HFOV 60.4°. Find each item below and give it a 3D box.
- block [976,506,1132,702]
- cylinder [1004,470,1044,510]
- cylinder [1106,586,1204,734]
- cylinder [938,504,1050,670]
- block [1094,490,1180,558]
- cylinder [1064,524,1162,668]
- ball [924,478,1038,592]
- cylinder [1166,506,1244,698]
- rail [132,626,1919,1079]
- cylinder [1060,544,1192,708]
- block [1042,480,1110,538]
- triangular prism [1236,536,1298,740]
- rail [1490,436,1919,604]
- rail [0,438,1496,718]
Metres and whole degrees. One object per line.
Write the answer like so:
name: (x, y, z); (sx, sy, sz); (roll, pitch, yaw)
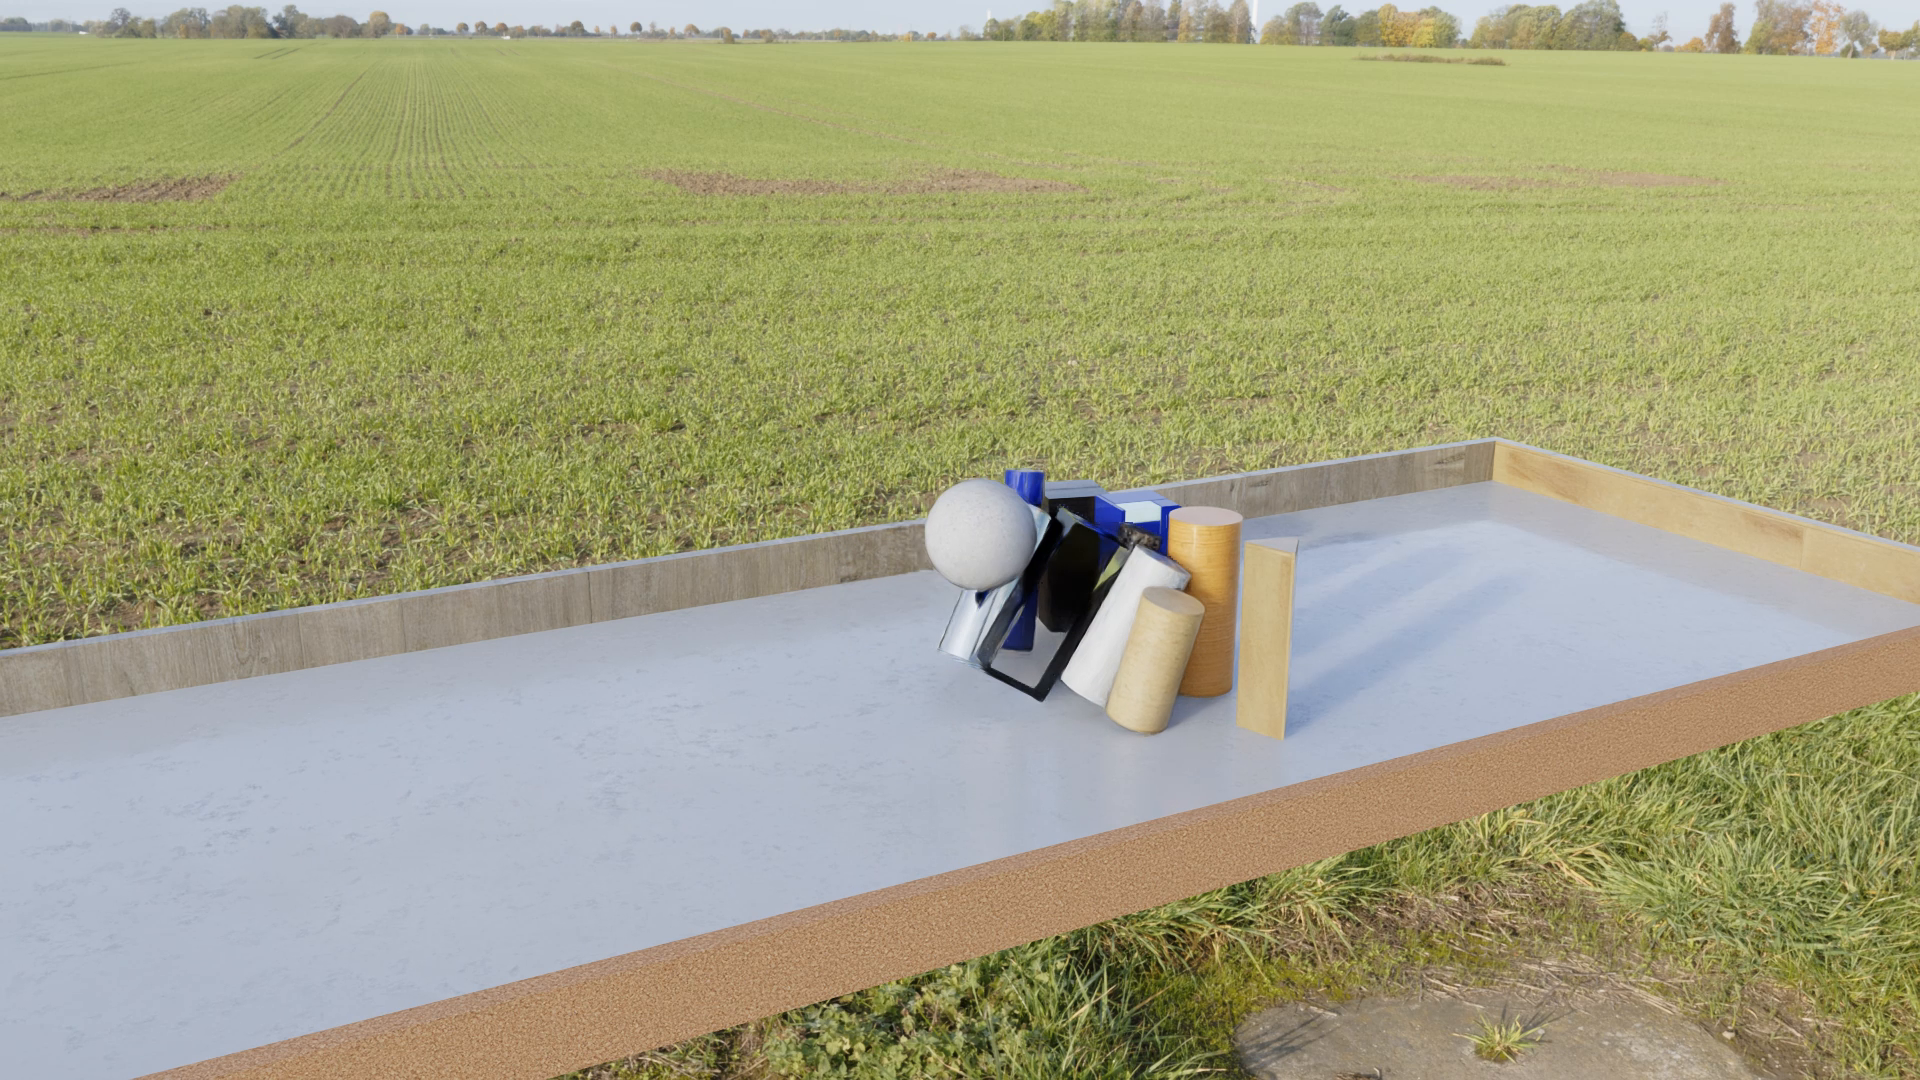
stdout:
block: (0.224, 0.155, 4.019); (0.161, 0.425, 0.161); (28, 8, -14)
cylinder: (0.151, 0.044, 4.374); (0.104, 0.456, 0.104); (5, 5, 0)
cylinder: (0.450, 0.277, 3.819); (0.148, 0.307, 0.148); (13, 20, -5)
cylinder: (0.087, 0.111, 4.209); (0.141, 0.426, 0.141); (22, -9, 4)
block: (0.457, 0.091, 4.328); (0.162, 0.405, 0.162); (-6, 17, -19)
cylinder: (0.380, 0.157, 4.114); (0.109, 0.387, 0.109); (21, 7, -3)
ball: (0.051, -0.012, 4.031); (0.275, 0.275, 0.275); (0, 16, 0)
cylinder: (0.594, 0.151, 4.064); (0.179, 0.436, 0.179); (1, 16, 0)
rail: (-2.336, 1.006, 1.665); (12.000, 0.150, 0.050); (-9, 18, -27)
cylinder: (0.397, 0.208, 3.948); (0.151, 0.368, 0.151); (28, 10, -5)
block: (0.304, 0.033, 4.596); (0.179, 0.364, 0.179); (-4, 17, -13)
triangular prism: (0.735, 0.220, 3.809); (0.131, 0.450, 0.114); (16, 23, 43)
rail: (2.466, -0.048, 5.253); (0.050, 0.150, 2.100); (-9, 18, -27)
rail: (-3.305, 0.497, 3.399); (12.000, 0.150, 0.050); (-9, 18, -27)
